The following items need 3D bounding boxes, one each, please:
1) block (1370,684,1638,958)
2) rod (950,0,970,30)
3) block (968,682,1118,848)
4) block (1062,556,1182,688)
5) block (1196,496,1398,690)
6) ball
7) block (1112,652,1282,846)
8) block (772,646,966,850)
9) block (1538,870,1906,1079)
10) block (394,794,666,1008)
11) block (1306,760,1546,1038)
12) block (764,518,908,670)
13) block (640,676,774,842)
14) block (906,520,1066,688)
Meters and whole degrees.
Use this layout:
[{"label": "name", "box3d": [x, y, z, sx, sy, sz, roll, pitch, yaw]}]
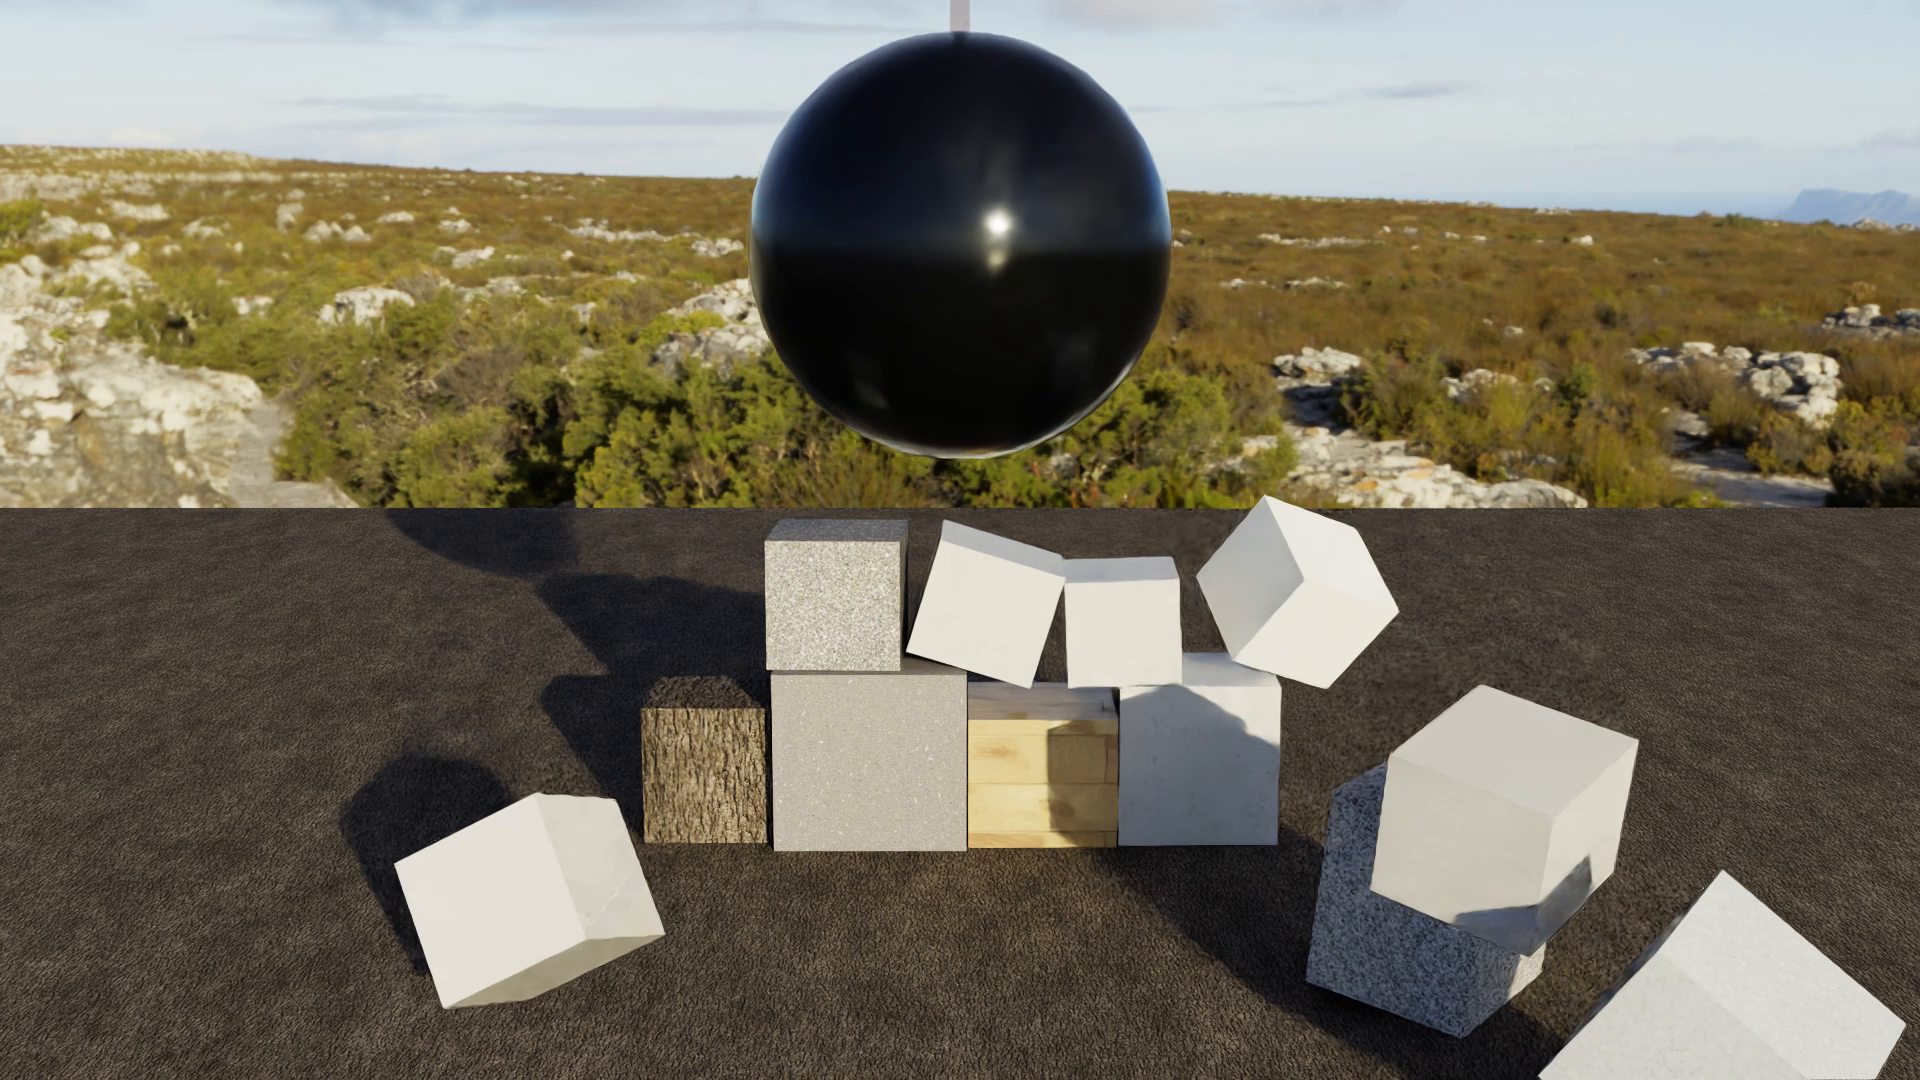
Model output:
[{"label": "block", "box3d": [2.005, 1.015, 8.108, 0.637, 0.581, 0.723, 20, 30, 34]}, {"label": "rod", "box3d": [0.000, -4.372, 9.222, 0.080, 5.200, 0.080, 0, -16, 0]}, {"label": "block", "box3d": [0.415, 1.152, 11.381, 0.746, 0.662, 0.777, 0, 10, 0]}, {"label": "block", "box3d": [0.818, 0.409, 11.169, 0.567, 0.532, 0.562, -2, 11, 2]}, {"label": "block", "box3d": [1.721, 0.273, 11.273, 0.641, 0.601, 0.623, 18, 35, -31]}, {"label": "ball", "box3d": [0.000, -1.100, 8.294, 1.600, 1.600, 1.600, 0, 10, 0]}, {"label": "block", "box3d": [1.205, 1.068, 11.380, 0.799, 0.826, 0.756, 0, 10, 1]}, {"label": "block", "box3d": [-0.450, 1.032, 11.357, 0.963, 0.905, 0.879, 0, 10, 0]}, {"label": "block", "box3d": [2.486, 1.670, 7.198, 0.731, 0.704, 0.595, 42, 39, 17]}, {"label": "block", "box3d": [-1.710, 1.439, 8.796, 0.667, 0.603, 0.674, -27, -16, 13]}, {"label": "block", "box3d": [1.990, 1.428, 9.121, 0.697, 0.844, 0.834, 15, 17, 33]}, {"label": "block", "box3d": [-0.617, 0.270, 11.197, 0.666, 0.652, 0.641, 0, 10, 2]}, {"label": "block", "box3d": [-1.269, 1.128, 11.403, 0.656, 0.700, 0.675, 0, 10, 0]}, {"label": "block", "box3d": [0.132, 0.317, 11.216, 0.646, 0.588, 0.634, 17, 10, -2]}]
